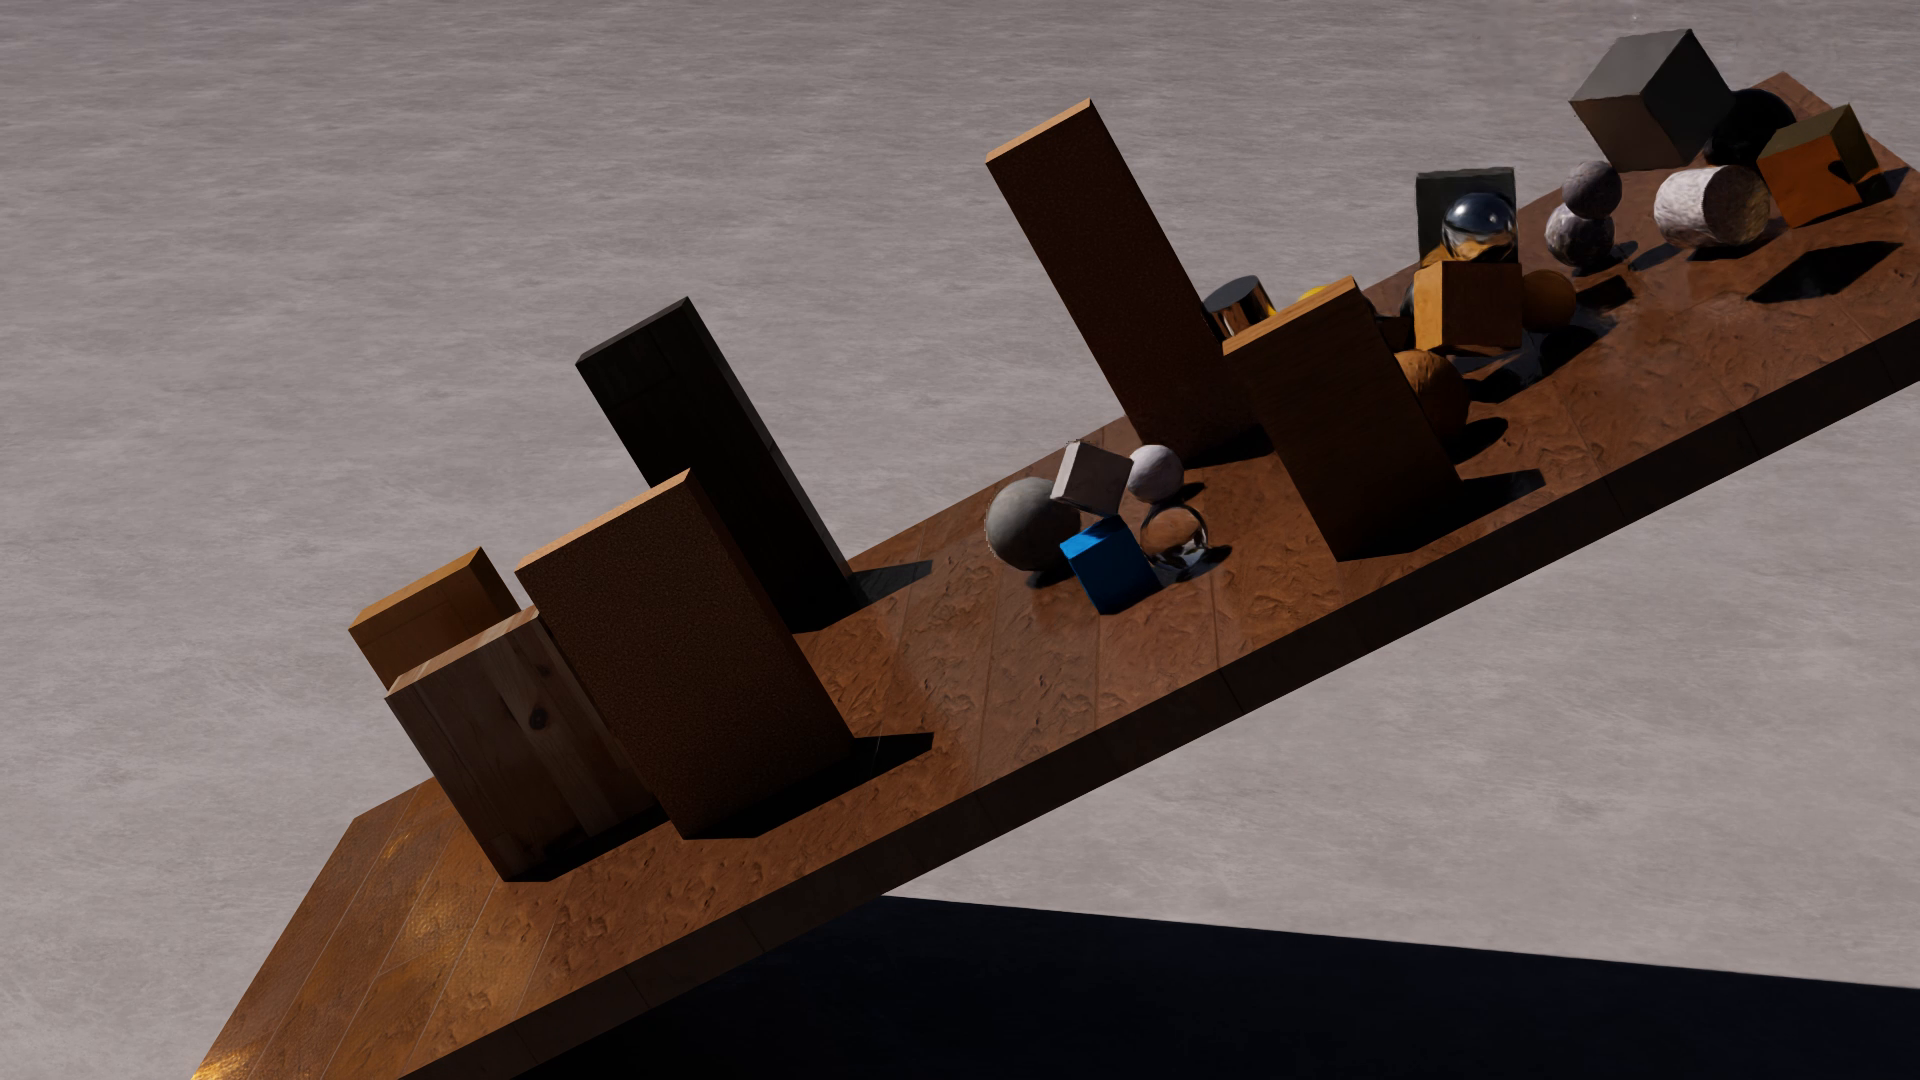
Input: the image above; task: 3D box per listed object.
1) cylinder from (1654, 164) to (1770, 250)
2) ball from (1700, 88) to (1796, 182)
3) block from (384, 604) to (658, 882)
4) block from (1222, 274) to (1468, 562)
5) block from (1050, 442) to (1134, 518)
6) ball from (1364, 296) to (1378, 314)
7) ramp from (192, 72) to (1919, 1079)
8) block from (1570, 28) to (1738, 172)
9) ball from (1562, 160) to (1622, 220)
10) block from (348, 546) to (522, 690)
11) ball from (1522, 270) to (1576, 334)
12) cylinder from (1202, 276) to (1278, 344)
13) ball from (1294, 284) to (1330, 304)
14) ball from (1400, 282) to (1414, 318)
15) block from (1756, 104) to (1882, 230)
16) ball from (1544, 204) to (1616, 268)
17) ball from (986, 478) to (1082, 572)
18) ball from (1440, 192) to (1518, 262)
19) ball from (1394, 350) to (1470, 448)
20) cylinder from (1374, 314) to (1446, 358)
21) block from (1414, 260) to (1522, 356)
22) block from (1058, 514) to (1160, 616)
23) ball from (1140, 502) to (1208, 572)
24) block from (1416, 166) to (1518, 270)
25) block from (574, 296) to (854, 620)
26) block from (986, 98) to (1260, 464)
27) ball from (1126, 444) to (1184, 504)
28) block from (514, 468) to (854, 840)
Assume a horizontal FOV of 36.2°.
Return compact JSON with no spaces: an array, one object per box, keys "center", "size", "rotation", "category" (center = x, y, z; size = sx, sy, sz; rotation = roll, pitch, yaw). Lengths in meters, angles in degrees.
[{"center":[1.500,-0.664,5.869],"size":[0.160,0.160,0.160],"rotation":[-7,6,-21],"category":"cylinder"},{"center":[1.637,-0.836,6.104],"size":[0.200,0.200,0.200],"rotation":[0,18,0],"category":"ball"},{"center":[-0.937,0.432,6.346],"size":[0.387,0.484,0.131],"rotation":[-27,14,11],"category":"block"},{"center":[0.702,-0.221,5.375],"size":[0.265,0.446,0.103],"rotation":[-27,14,11],"category":"block"},{"center":[0.264,-0.121,5.901],"size":[0.116,0.116,0.116],"rotation":[19,-5,-10],"category":"block"},{"center":[0.834,-0.468,6.310],"size":[0.129,0.129,0.129],"rotation":[0,18,0],"category":"ball"},{"center":[0.142,0.167,6.283],"size":[4.000,0.100,2.000],"rotation":[-27,14,11],"category":"ramp"},{"center":[1.292,-0.817,5.482],"size":[0.180,0.180,0.180],"rotation":[-51,26,-20],"category":"block"},{"center":[1.307,-0.724,6.079],"size":[0.123,0.123,0.123],"rotation":[0,18,0],"category":"ball"},{"center":[-1.076,0.355,6.660],"size":[0.322,0.595,0.133],"rotation":[-27,14,11],"category":"block"},{"center":[1.181,-0.482,5.949],"size":[0.131,0.131,0.131],"rotation":[0,18,0],"category":"ball"},{"center":[0.622,-0.480,6.431],"size":[0.141,0.141,0.141],"rotation":[-27,21,11],"category":"cylinder"},{"center":[0.815,-0.462,6.474],"size":[0.199,0.199,0.199],"rotation":[0,18,0],"category":"ball"},{"center":[0.995,-0.475,6.090],"size":[0.164,0.164,0.164],"rotation":[0,18,0],"category":"ball"},{"center":[1.679,-0.729,5.746],"size":[0.156,0.156,0.156],"rotation":[-19,18,39],"category":"block"},{"center":[1.314,-0.650,6.236],"size":[0.146,0.146,0.146],"rotation":[0,18,0],"category":"ball"},{"center":[0.159,-0.033,6.313],"size":[0.203,0.203,0.203],"rotation":[0,18,0],"category":"ball"},{"center":[1.038,-0.620,5.879],"size":[0.152,0.152,0.152],"rotation":[0,18,0],"category":"ball"},{"center":[0.874,-0.262,5.654],"size":[0.209,0.209,0.209],"rotation":[0,18,0],"category":"ball"},{"center":[0.859,-0.360,6.027],"size":[0.204,0.204,0.204],"rotation":[-5,8,-15],"category":"cylinder"},{"center":[1.010,-0.459,5.853],"size":[0.165,0.165,0.165],"rotation":[1,-3,-10],"category":"block"},{"center":[0.298,0.047,5.903],"size":[0.134,0.134,0.134],"rotation":[-30,14,0],"category":"block"},{"center":[0.424,-0.007,5.829],"size":[0.137,0.137,0.137],"rotation":[0,18,0],"category":"ball"},{"center":[1.045,-0.657,6.052],"size":[0.197,0.197,0.197],"rotation":[-3,11,11],"category":"block"},{"center":[-0.586,-0.168,7.070],"size":[0.297,0.789,0.103],"rotation":[-27,14,11],"category":"block"},{"center":[0.364,-0.553,6.464],"size":[0.255,0.799,0.116],"rotation":[-27,14,11],"category":"block"},{"center":[0.417,-0.141,6.319],"size":[0.129,0.129,0.129],"rotation":[0,18,0],"category":"ball"},{"center":[-0.549,0.233,5.904],"size":[0.395,0.653,0.090],"rotation":[-27,14,11],"category":"block"}]
